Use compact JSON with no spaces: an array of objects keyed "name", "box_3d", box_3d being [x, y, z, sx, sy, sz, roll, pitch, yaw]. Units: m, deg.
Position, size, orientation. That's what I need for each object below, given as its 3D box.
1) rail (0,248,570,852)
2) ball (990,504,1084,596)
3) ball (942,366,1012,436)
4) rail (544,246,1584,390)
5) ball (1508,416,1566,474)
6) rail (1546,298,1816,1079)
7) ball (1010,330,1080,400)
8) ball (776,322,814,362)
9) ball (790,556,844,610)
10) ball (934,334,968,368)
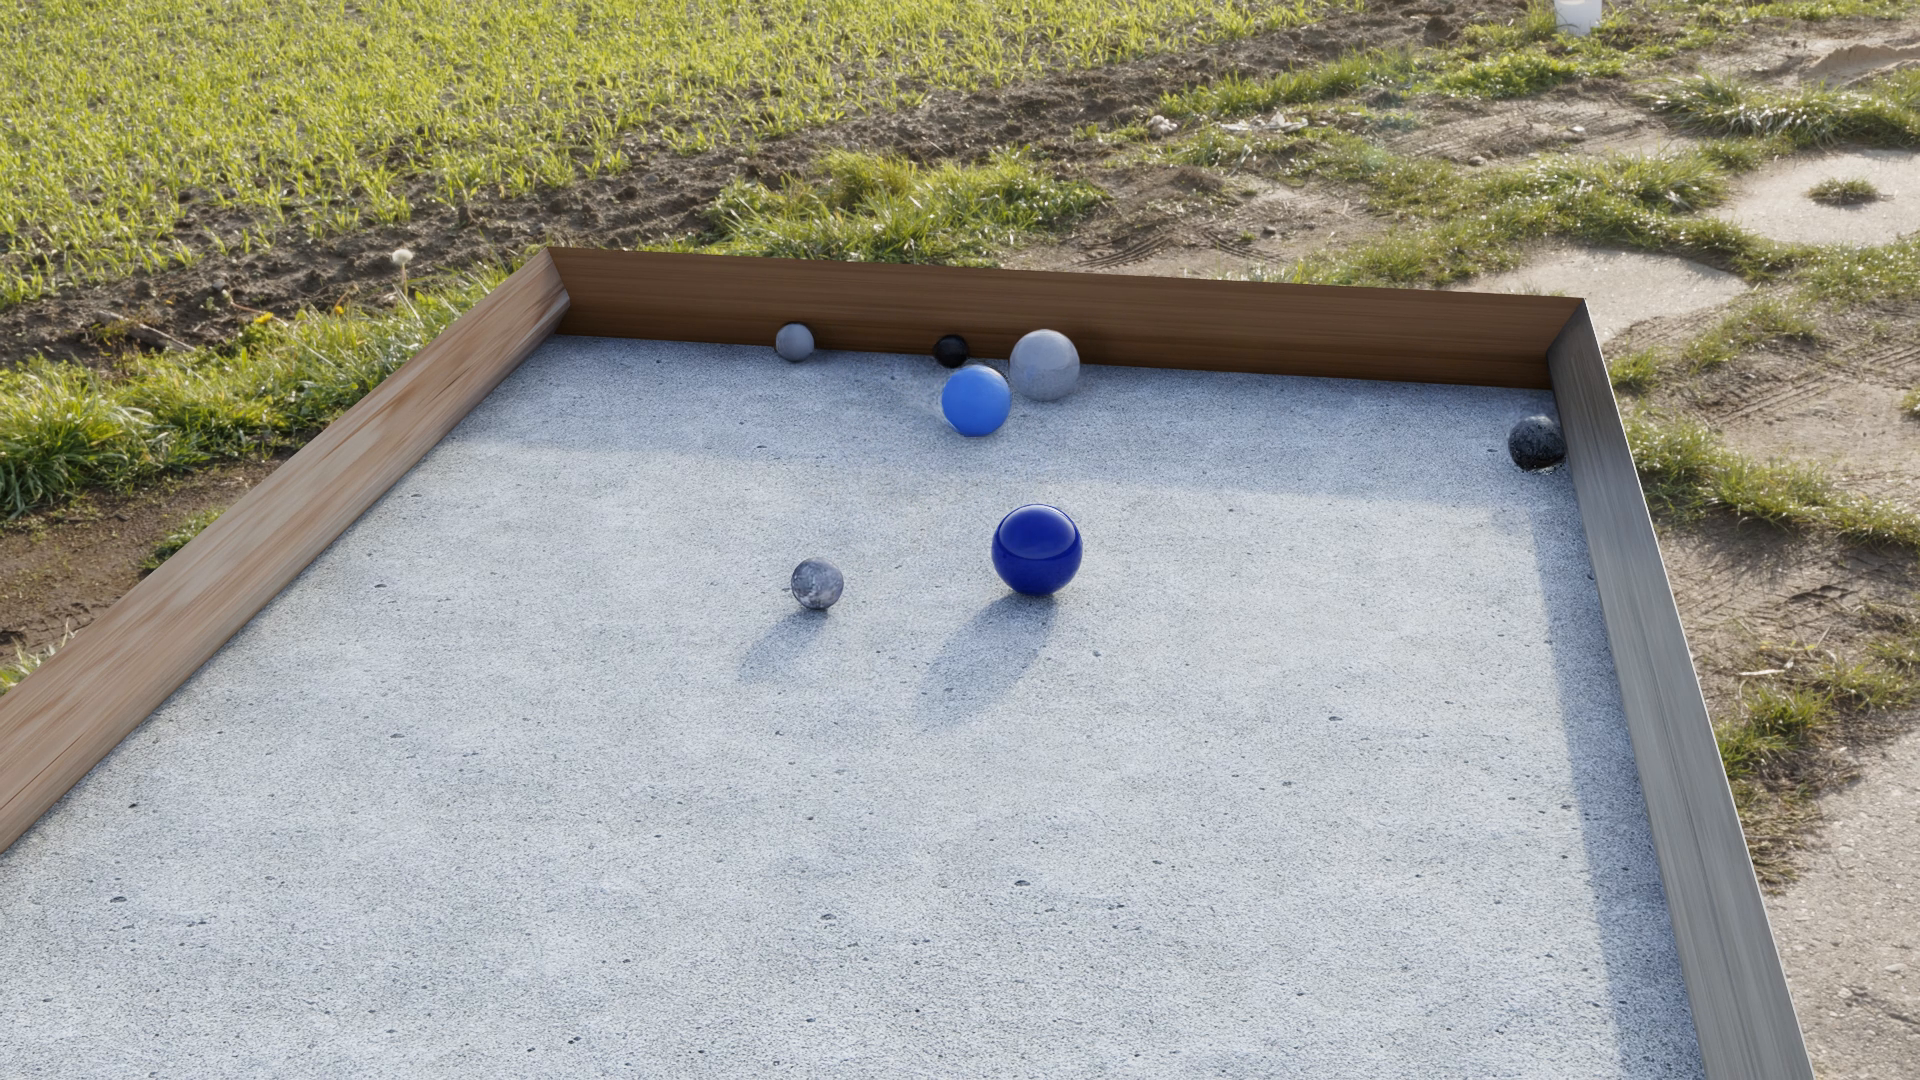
[{"name":"rail","box_3d":[-0.755,0.197,1.759,0.045,0.121,2.668,4,24,9]},{"name":"ball","box_3d":[0.078,0.010,2.218,0.093,0.093,0.093,0,24,0]},{"name":"ball","box_3d":[0.020,-0.167,2.629,0.084,0.084,0.084,0,24,0]},{"name":"rail","box_3d":[0.108,-0.282,2.840,1.352,0.121,0.045,4,24,9]},{"name":"ball","box_3d":[0.662,-0.109,2.520,0.066,0.066,0.066,0,24,0]},{"name":"rail","box_3d":[0.531,0.286,1.559,0.045,0.121,2.668,4,24,9]},{"name":"ball","box_3d":[0.105,-0.219,2.741,0.088,0.088,0.088,0,24,0]},{"name":"ball","box_3d":[-0.217,-0.259,2.878,0.050,0.050,0.050,0,24,0]},{"name":"ball","box_3d":[-0.142,0.043,2.193,0.053,0.053,0.053,0,24,0]},{"name":"ball","box_3d":[-0.012,-0.244,2.853,0.044,0.044,0.044,0,24,0]}]
